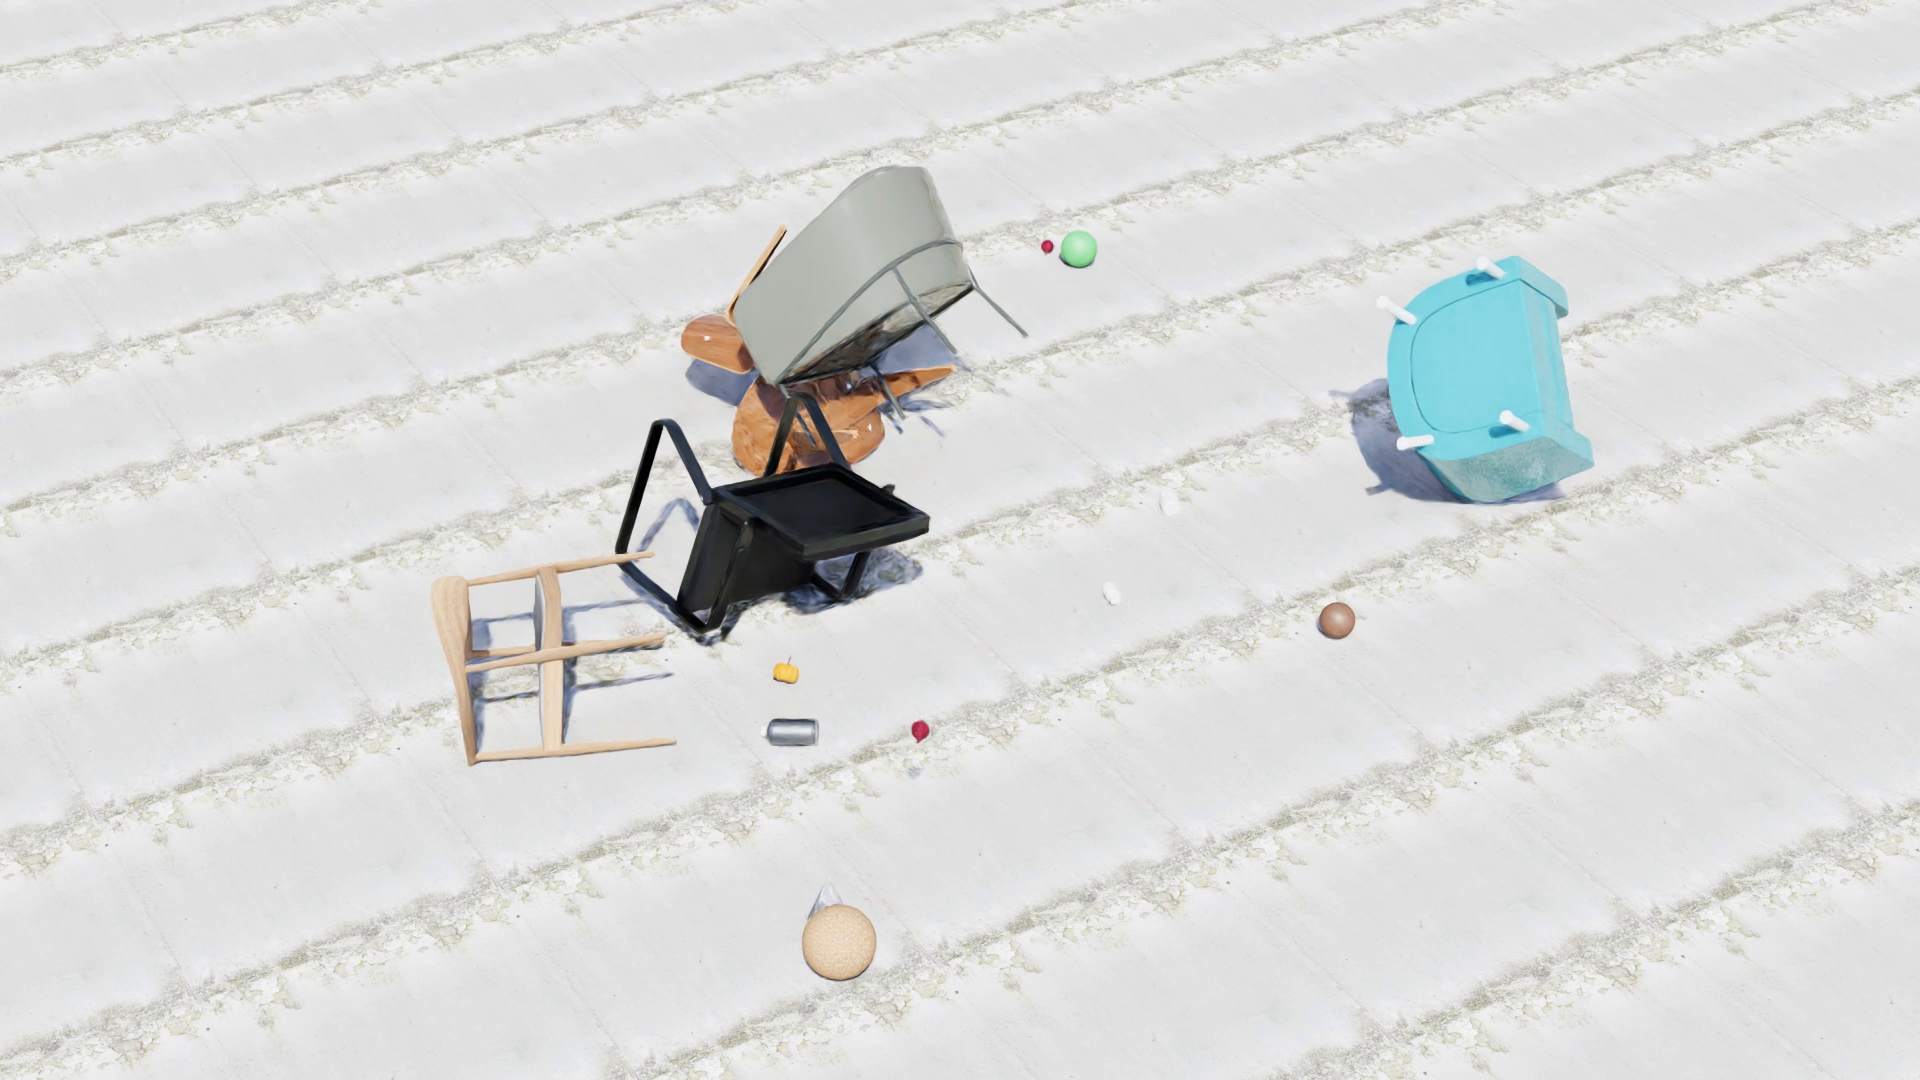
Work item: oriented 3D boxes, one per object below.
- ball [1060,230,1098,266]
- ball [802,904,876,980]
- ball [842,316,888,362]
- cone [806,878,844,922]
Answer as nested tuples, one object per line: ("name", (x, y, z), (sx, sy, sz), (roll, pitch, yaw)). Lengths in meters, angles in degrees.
("ball", (0.517, -1.265, 12.719), (0.160, 0.160, 0.160), (0, 33, 0))
("ball", (-0.366, 1.219, 8.888), (0.228, 0.228, 0.228), (0, 33, 0))
("ball", (-0.393, -0.823, 12.023), (0.188, 0.188, 0.188), (0, 33, 0))
("cone", (-0.405, 1.114, 9.085), (0.157, 0.185, 0.133), (26, 42, 34))
